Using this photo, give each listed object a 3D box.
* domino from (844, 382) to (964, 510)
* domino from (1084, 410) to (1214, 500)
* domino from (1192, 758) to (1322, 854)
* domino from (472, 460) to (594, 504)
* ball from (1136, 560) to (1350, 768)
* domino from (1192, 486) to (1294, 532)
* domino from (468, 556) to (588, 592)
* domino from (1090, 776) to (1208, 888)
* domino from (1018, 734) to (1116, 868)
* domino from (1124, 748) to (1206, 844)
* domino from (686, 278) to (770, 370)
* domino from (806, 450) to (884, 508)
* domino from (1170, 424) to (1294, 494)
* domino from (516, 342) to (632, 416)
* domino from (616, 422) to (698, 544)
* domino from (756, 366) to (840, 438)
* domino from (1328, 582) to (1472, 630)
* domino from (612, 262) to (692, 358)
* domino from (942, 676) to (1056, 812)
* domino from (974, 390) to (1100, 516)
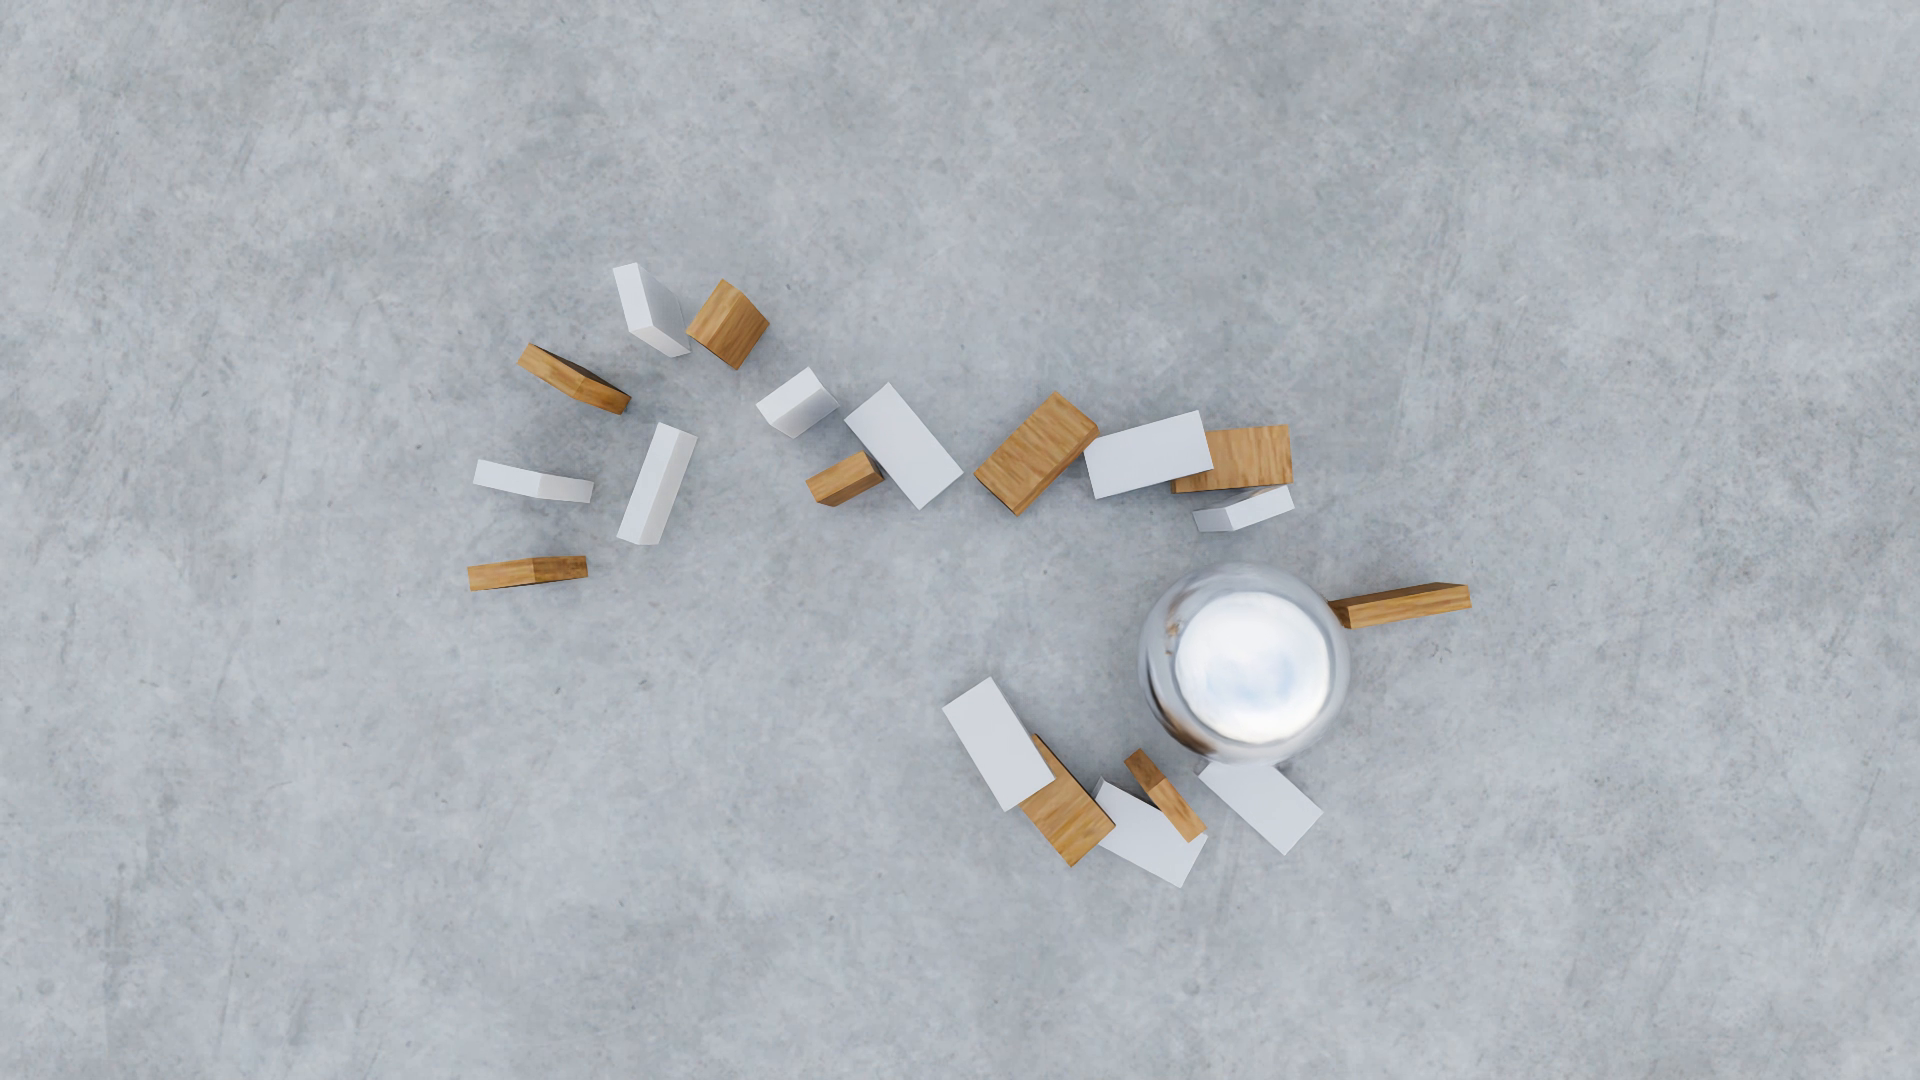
[{"bbox_3d":[-0.024,-0.040,0.395,0.025,0.010,0.050,-40,90,0],"label":"domino"},{"bbox_3d":[0.079,-0.036,0.389,0.050,0.009,0.025,-15,88,14],"label":"domino"},{"bbox_3d":[0.128,0.108,0.395,0.050,0.010,0.025,42,90,0],"label":"domino"},{"bbox_3d":[-0.173,-0.024,0.375,0.025,0.050,0.009,13,90,0],"label":"domino"},{"bbox_3d":[0.110,0.048,0.360,0.080,0.080,0.080,0,90,0],"label":"ball"},{"bbox_3d":[0.115,-0.012,0.375,0.025,0.050,0.009,-20,90,0],"label":"domino"},{"bbox_3d":[-0.175,0.013,0.375,0.025,0.050,0.010,-8,90,0],"label":"domino"},{"bbox_3d":[0.078,0.126,0.395,0.050,0.009,0.025,28,90,0],"label":"domino"},{"bbox_3d":[0.040,0.110,0.389,0.025,0.010,0.050,-42,75,0],"label":"domino"},{"bbox_3d":[0.083,0.103,0.375,0.010,0.050,0.025,-40,90,0],"label":"domino"},{"bbox_3d":[-0.094,-0.087,0.375,0.009,0.050,0.025,35,90,0],"label":"domino"},{"bbox_3d":[-0.046,-0.024,0.375,0.025,0.050,0.010,-28,90,0],"label":"domino"},{"bbox_3d":[0.116,-0.035,0.395,0.050,0.010,0.025,-5,90,0],"label":"domino"},{"bbox_3d":[-0.156,-0.065,0.375,0.025,0.050,0.010,32,90,0],"label":"domino"},{"bbox_3d":[-0.128,-0.023,0.388,0.009,0.025,0.050,20,90,0],"label":"domino"},{"bbox_3d":[-0.065,-0.055,0.375,0.025,0.050,0.009,-36,90,0],"label":"domino"},{"bbox_3d":[0.184,0.027,0.388,0.050,0.025,0.010,-10,90,0],"label":"domino"},{"bbox_3d":[-0.125,-0.093,0.375,0.010,0.050,0.025,-15,90,0],"label":"domino"},{"bbox_3d":[0.017,0.086,0.388,0.025,0.009,0.050,-34,74,2],"label":"domino"},{"bbox_3d":[0.033,-0.037,0.390,0.050,0.009,0.025,-45,64,0],"label":"domino"}]
